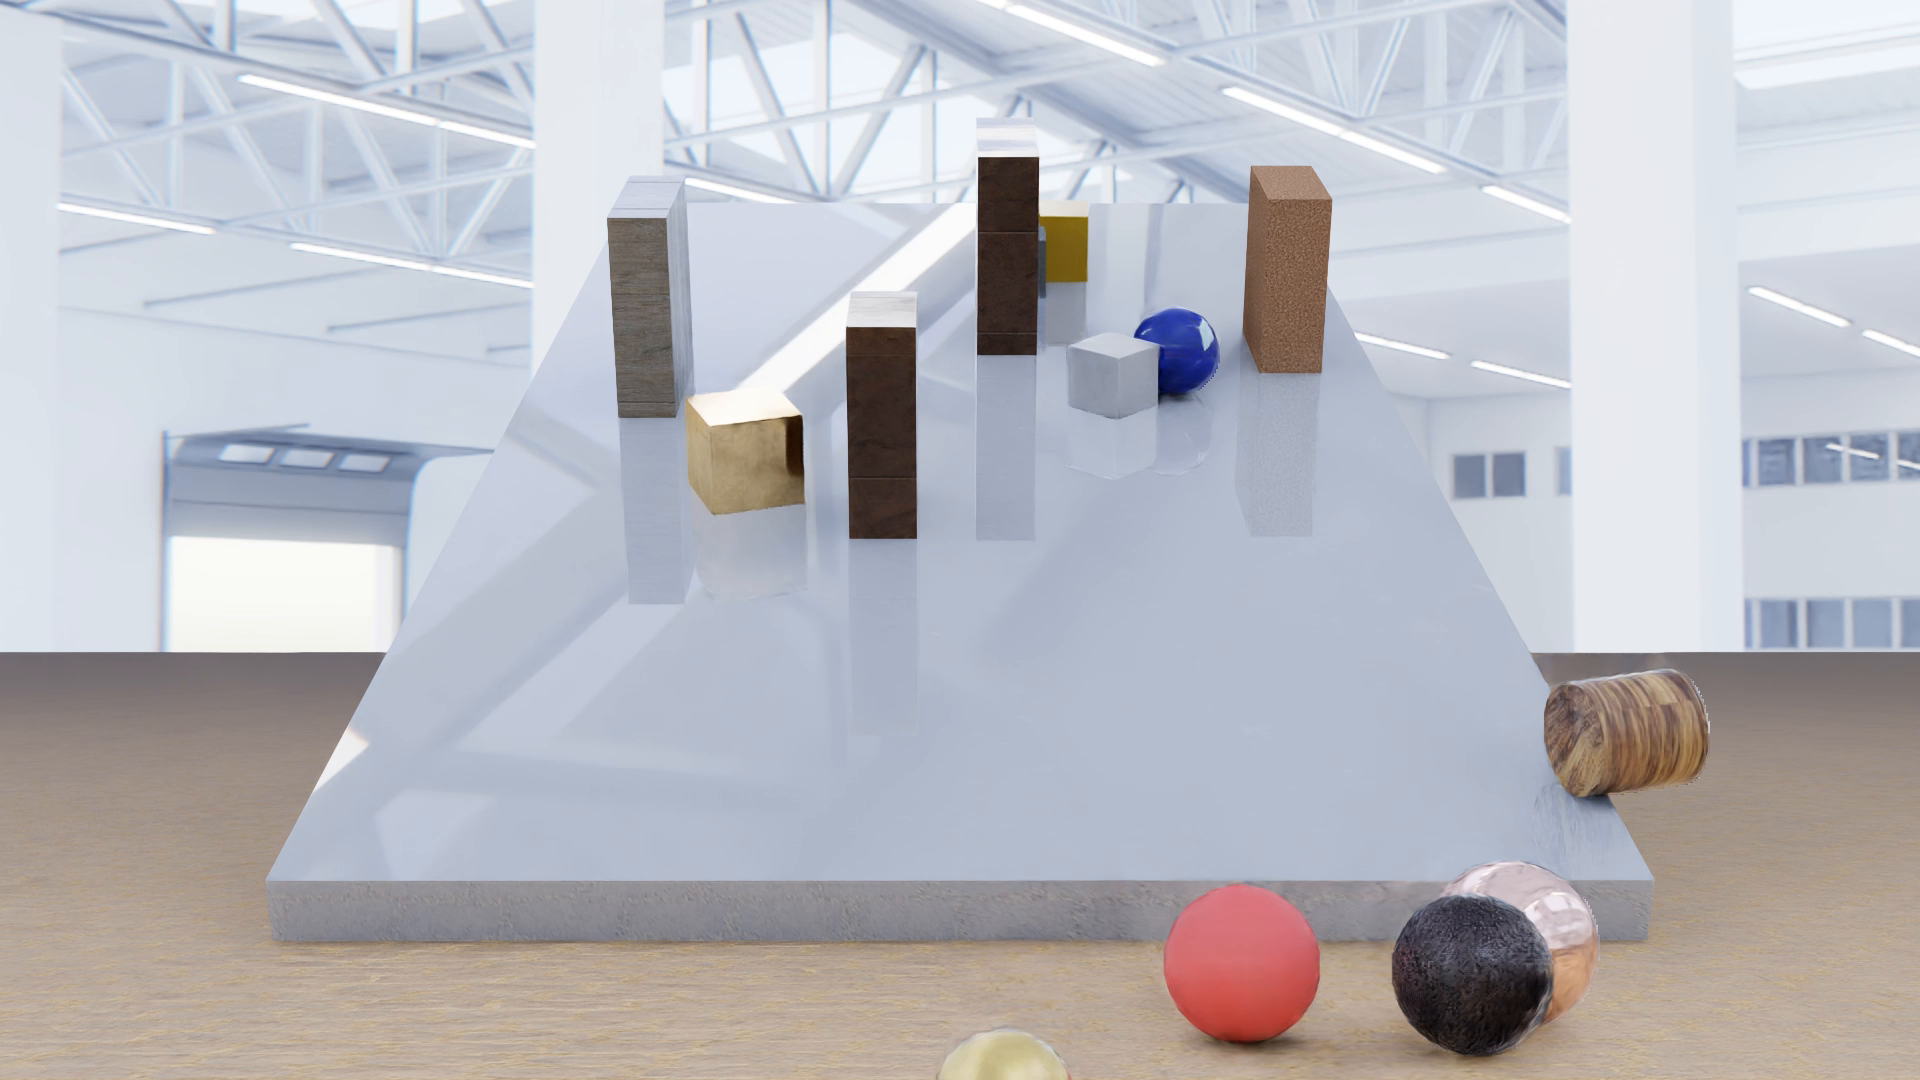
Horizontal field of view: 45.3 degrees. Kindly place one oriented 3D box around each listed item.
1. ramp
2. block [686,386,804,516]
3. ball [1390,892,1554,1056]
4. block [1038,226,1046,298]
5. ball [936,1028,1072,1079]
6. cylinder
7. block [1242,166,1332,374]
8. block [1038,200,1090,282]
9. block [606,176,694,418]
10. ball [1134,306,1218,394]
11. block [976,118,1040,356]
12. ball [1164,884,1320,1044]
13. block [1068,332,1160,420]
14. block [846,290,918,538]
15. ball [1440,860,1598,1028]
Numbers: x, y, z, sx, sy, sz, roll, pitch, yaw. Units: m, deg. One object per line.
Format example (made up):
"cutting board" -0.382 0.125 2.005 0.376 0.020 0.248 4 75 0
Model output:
"ramp" -0.007 -0.222 5.181 2.000 0.100 4.000 0 22 0
"block" -0.439 -0.184 4.700 0.192 0.192 0.192 -8 24 -19
"ball" 0.538 0.456 2.419 0.168 0.168 0.168 0 -3 0
"block" 0.149 -0.739 6.106 0.155 0.155 0.155 0 22 1
"ball" 0.035 0.456 1.866 0.117 0.117 0.117 0 -3 0
"cylinder" 1.026 0.297 3.553 0.177 0.177 0.177 -6 -1 -15
"block" 0.787 -0.658 5.558 0.149 0.422 0.340 0 22 0
"block" 0.258 -0.814 6.254 0.181 0.181 0.181 1 22 3
"block" -0.704 -0.563 5.269 0.129 0.460 0.394 0 22 0
"ball" 0.496 -0.438 5.311 0.201 0.201 0.201 0 -3 0
"block" 0.114 -0.761 5.719 0.146 0.489 0.444 0 22 0
"ball" 0.305 0.458 2.490 0.169 0.169 0.169 0 -3 0
"block" 0.348 -0.374 5.229 0.146 0.146 0.146 19 29 39
"block" -0.151 -0.249 4.542 0.133 0.432 0.244 0 22 0
"ball" 0.618 0.453 2.578 0.187 0.187 0.187 0 -3 0
